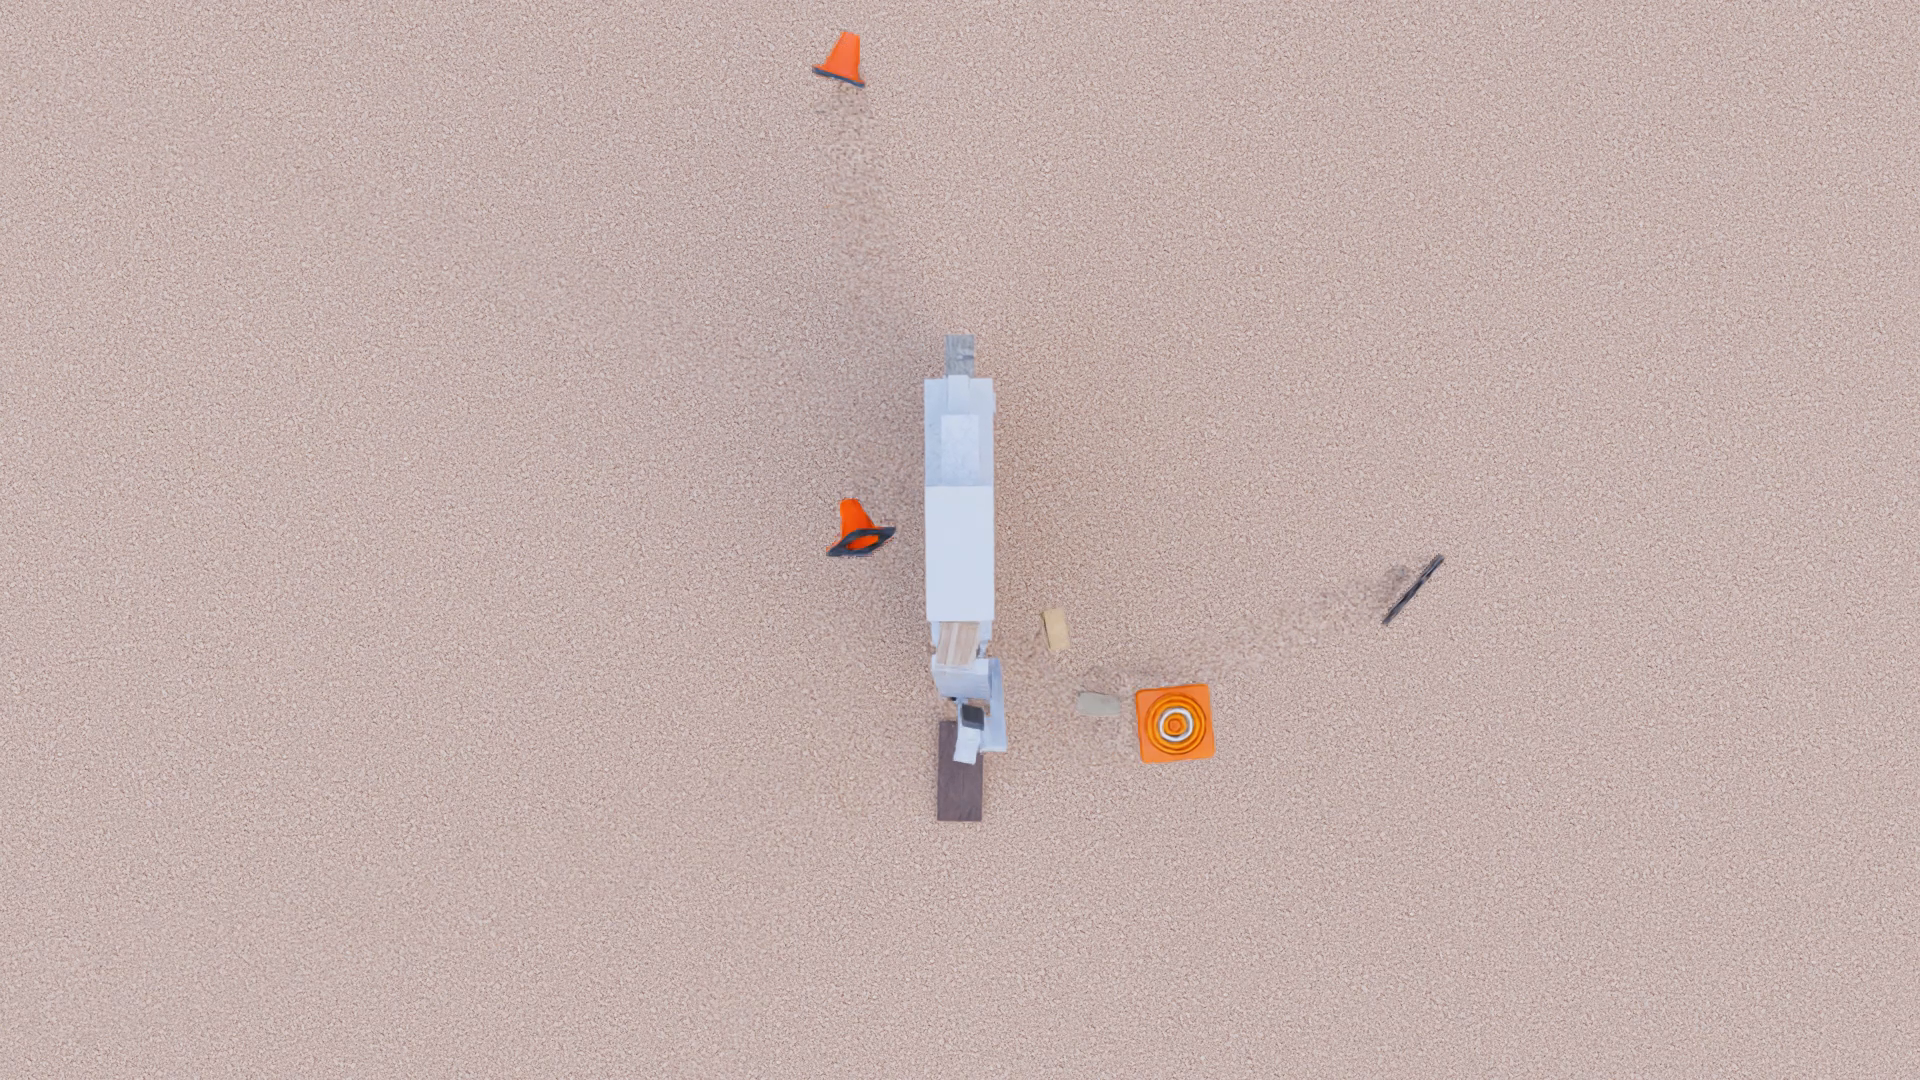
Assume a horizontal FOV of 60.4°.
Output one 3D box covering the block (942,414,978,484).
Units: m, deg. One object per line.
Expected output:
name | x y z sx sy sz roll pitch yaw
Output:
block | 0.000 -0.209 3.912 0.086 0.024 0.173 0 90 0

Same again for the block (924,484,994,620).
block | -0.001 0.029 3.775 0.154 0.044 0.308 -1 96 0

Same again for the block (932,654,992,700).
block | 0.010 0.416 4.976 0.163 0.456 0.046 4 76 4

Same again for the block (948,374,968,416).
block | -0.004 -0.351 3.992 0.048 0.014 0.096 0 90 1

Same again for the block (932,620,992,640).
block | 0.004 0.184 4.453 0.163 0.327 0.046 -1 63 0

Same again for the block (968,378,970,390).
block | -0.001 -0.382 4.047 0.048 0.096 0.014 0 89 0

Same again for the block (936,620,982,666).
block | -0.005 0.257 4.243 0.102 0.203 0.029 4 55 -3

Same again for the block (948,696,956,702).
block | 0.003 0.513 5.413 0.086 0.172 0.024 1 88 0

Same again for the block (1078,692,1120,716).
block | 0.462 0.547 5.478 0.136 0.019 0.068 4 71 1

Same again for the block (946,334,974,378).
block | 0.000 -0.485 4.539 0.080 0.023 0.159 0 90 0

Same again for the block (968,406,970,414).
block | -0.002 -0.319 4.047 0.048 0.096 0.014 -1 90 1

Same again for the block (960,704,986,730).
block | 0.039 0.545 5.079 0.067 0.133 0.019 13 106 -6

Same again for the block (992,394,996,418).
block | 0.001 -0.344 4.427 0.169 0.564 0.048 -1 90 -1

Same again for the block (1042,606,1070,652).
block | 0.312 0.286 5.344 0.068 0.019 0.136 -14 99 -13

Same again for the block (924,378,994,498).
block | -0.002 -0.231 4.121 0.169 0.048 0.338 -1 90 0

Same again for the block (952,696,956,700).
block | 0.019 0.431 5.315 0.086 0.024 0.172 0 90 0

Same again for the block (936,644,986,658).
block | 0.004 0.333 5.123 0.148 0.295 0.042 0 81 0

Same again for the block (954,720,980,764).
block | 0.025 0.627 5.114 0.067 0.019 0.133 11 112 4

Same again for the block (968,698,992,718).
block | 0.058 0.492 5.201 0.068 0.019 0.136 -5 64 0

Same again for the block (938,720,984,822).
block | 0.002 0.768 5.479 0.148 0.042 0.326 1 90 0

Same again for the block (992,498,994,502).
block | 0.000 -0.071 3.943 0.154 0.308 0.044 0 89 0

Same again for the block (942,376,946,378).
block | -0.007 -0.386 4.721 0.084 0.024 0.167 0 90 0

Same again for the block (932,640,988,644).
block | 0.000 0.141 4.873 0.167 0.047 0.334 0 90 0

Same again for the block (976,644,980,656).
block | -0.004 0.302 4.446 0.102 0.203 0.029 -6 88 5

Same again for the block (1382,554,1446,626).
block | 1.500 0.167 5.451 0.019 0.067 0.288 41 88 14

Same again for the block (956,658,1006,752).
block | 0.065 0.523 5.221 0.148 0.042 0.295 -4 64 0
